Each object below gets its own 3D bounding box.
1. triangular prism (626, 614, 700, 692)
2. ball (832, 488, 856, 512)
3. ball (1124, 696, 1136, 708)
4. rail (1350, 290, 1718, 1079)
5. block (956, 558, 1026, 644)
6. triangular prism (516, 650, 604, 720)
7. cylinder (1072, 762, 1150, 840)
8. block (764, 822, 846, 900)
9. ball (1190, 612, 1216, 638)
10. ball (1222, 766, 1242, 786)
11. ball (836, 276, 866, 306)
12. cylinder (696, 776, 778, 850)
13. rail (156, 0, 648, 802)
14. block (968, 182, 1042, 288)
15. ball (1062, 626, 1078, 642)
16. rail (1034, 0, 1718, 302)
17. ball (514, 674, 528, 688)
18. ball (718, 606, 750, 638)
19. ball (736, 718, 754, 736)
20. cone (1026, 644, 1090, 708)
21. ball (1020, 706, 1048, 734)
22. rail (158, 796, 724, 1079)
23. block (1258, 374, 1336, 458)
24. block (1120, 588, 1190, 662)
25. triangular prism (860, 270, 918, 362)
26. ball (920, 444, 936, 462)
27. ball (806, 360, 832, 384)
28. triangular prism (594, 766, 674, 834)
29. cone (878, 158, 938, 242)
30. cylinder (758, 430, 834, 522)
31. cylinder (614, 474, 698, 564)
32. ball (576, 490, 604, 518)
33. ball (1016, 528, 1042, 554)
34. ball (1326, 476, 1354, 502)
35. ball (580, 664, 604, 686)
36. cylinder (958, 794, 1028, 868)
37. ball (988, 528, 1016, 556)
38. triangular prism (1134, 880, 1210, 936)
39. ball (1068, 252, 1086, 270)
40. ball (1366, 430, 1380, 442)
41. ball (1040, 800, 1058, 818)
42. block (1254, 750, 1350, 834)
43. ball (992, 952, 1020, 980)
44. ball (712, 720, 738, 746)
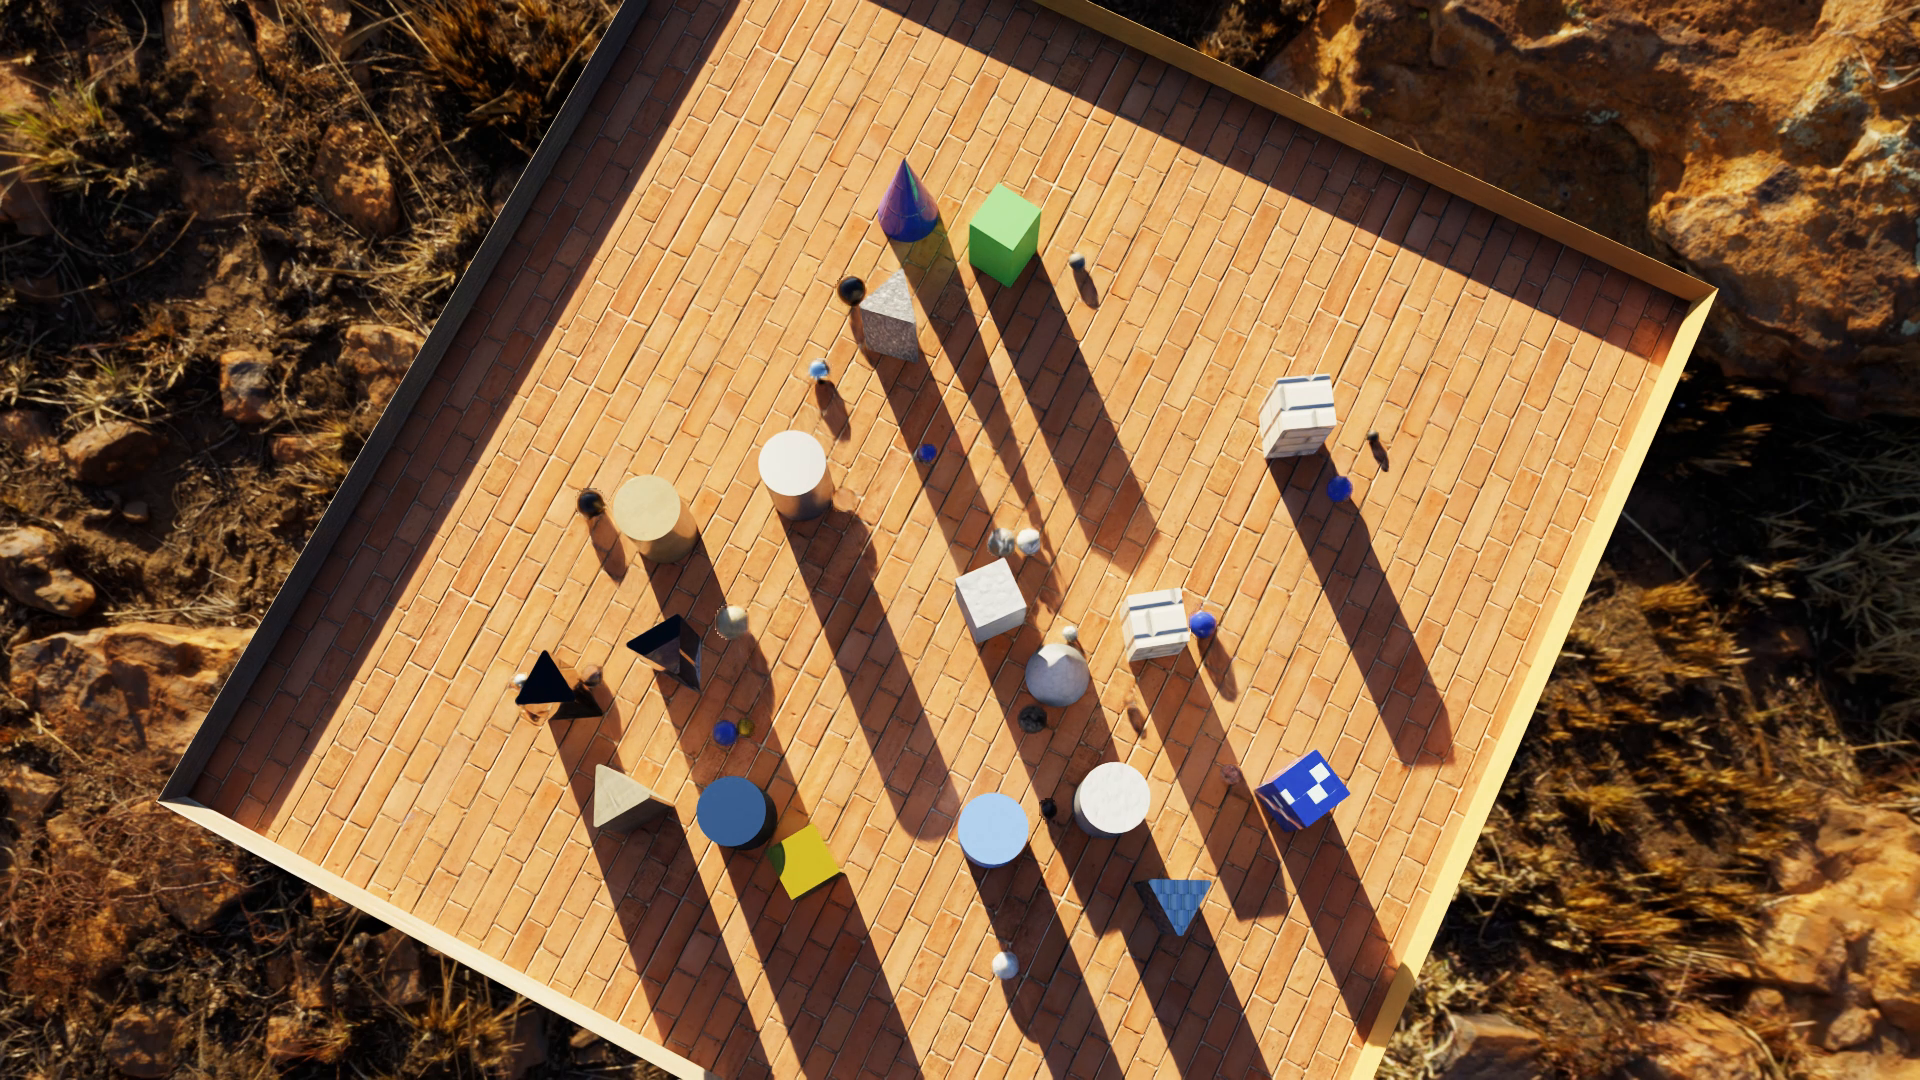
[{"bbox_3d":[-0.824,0.313,5.334,0.169,0.425,0.146,28,80,6],"label":"triangular prism"},{"bbox_3d":[-0.354,-0.122,5.595,0.072,0.072,0.072,0,78,0],"label":"ball"},{"bbox_3d":[0.510,0.485,5.495,0.041,0.041,0.041,0,78,0],"label":"ball"},{"bbox_3d":[1.536,0.759,5.394,0.045,0.127,3.495,26,80,5],"label":"rail"},{"bbox_3d":[0.089,0.183,5.417,0.156,0.316,0.156,-23,79,-5],"label":"block"},{"bbox_3d":[-1.162,0.420,5.326,0.169,0.399,0.146,-4,78,-1],"label":"triangular prism"},{"bbox_3d":[0.430,0.753,5.264,0.195,0.386,0.195,0,78,0],"label":"cylinder"},{"bbox_3d":[-0.443,0.930,5.282,0.156,0.278,0.156,-30,80,-6],"label":"block"},{"bbox_3d":[0.732,0.255,5.522,0.082,0.082,0.082,0,78,0],"label":"ball"},{"bbox_3d":[0.805,0.699,5.442,0.059,0.059,0.059,0,78,0],"label":"ball"},{"bbox_3d":[-0.339,-0.780,5.731,0.092,0.092,0.092,0,78,0],"label":"ball"},{"bbox_3d":[-0.640,0.791,5.286,0.195,0.326,0.195,0,78,0],"label":"cylinder"},{"bbox_3d":[-1.536,-0.746,5.705,0.045,0.127,3.495,26,80,5],"label":"rail"},{"bbox_3d":[0.136,-0.933,5.639,0.156,0.334,0.156,33,80,6],"label":"block"},{"bbox_3d":[0.331,0.283,5.534,0.046,0.046,0.046,0,78,0],"label":"ball"},{"bbox_3d":[0.771,-1.503,5.862,3.483,0.127,0.045,26,80,5],"label":"rail"},{"bbox_3d":[-1.318,0.424,5.506,0.044,0.044,0.044,0,78,0],"label":"ball"},{"bbox_3d":[-0.682,0.247,5.516,0.098,0.098,0.098,0,78,0],"label":"ball"},{"bbox_3d":[-0.641,0.559,5.474,0.053,0.053,0.053,0,78,0],"label":"ball"},{"bbox_3d":[0.294,0.363,5.314,0.195,0.446,0.195,0,78,0],"label":"cone"},{"bbox_3d":[0.220,0.535,5.463,0.084,0.084,0.084,0,78,0],"label":"ball"},{"bbox_3d":[-0.771,1.516,5.237,3.483,0.127,0.045,26,80,5],"label":"rail"},{"bbox_3d":[1.012,-0.370,5.517,0.156,0.344,0.156,-5,78,-1],"label":"block"},{"bbox_3d":[0.572,0.253,5.422,0.156,0.278,0.156,-9,78,-2],"label":"block"},{"bbox_3d":[-0.191,-0.687,5.556,0.169,0.398,0.146,17,79,3],"label":"triangular prism"},{"bbox_3d":[-0.099,-0.269,5.644,0.054,0.054,0.054,0,78,0],"label":"ball"},{"bbox_3d":[-0.439,-0.522,5.685,0.078,0.078,0.078,0,78,0],"label":"ball"},{"bbox_3d":[-0.959,0.724,5.239,0.169,0.445,0.146,-29,80,-6],"label":"triangular prism"},{"bbox_3d":[-0.165,-1.083,5.617,0.195,0.438,0.195,0,78,0],"label":"cone"},{"bbox_3d":[-0.486,-0.188,5.477,0.195,0.350,0.195,0,78,0],"label":"cylinder"},{"bbox_3d":[-0.903,-0.058,5.451,0.195,0.347,0.195,0,78,0],"label":"cylinder"},{"bbox_3d":[-1.129,-0.110,5.597,0.084,0.084,0.084,0,78,0],"label":"ball"},{"bbox_3d":[0.210,0.005,5.575,0.078,0.078,0.078,0,78,0],"label":"ball"},{"bbox_3d":[1.163,-0.157,5.609,0.078,0.078,0.078,0,78,0],"label":"ball"},{"bbox_3d":[-1.104,0.406,5.498,0.069,0.069,0.069,0,78,0],"label":"ball"},{"bbox_3d":[0.092,0.835,5.245,0.195,0.390,0.195,0,78,0],"label":"cylinder"},{"bbox_3d":[0.128,0.007,5.571,0.086,0.086,0.086,0,78,0],"label":"ball"},{"bbox_3d":[0.575,1.005,5.179,0.146,0.449,0.169,31,80,6],"label":"triangular prism"},{"bbox_3d":[0.369,-0.876,5.770,0.055,0.055,0.055,0,78,0],"label":"ball"},{"bbox_3d":[1.277,-0.321,5.663,0.040,0.040,0.040,0,78,0],"label":"ball"},{"bbox_3d":[0.263,0.798,5.425,0.052,0.052,0.052,0,78,0],"label":"ball"},{"bbox_3d":[0.982,0.727,5.286,0.156,0.353,0.156,-35,81,-7],"label":"block"},{"bbox_3d":[0.133,1.235,5.321,0.079,0.079,0.079,0,78,0],"label":"ball"},{"bbox_3d":[-0.701,0.575,5.460,0.074,0.074,0.074,0,78,0],"label":"ball"}]
